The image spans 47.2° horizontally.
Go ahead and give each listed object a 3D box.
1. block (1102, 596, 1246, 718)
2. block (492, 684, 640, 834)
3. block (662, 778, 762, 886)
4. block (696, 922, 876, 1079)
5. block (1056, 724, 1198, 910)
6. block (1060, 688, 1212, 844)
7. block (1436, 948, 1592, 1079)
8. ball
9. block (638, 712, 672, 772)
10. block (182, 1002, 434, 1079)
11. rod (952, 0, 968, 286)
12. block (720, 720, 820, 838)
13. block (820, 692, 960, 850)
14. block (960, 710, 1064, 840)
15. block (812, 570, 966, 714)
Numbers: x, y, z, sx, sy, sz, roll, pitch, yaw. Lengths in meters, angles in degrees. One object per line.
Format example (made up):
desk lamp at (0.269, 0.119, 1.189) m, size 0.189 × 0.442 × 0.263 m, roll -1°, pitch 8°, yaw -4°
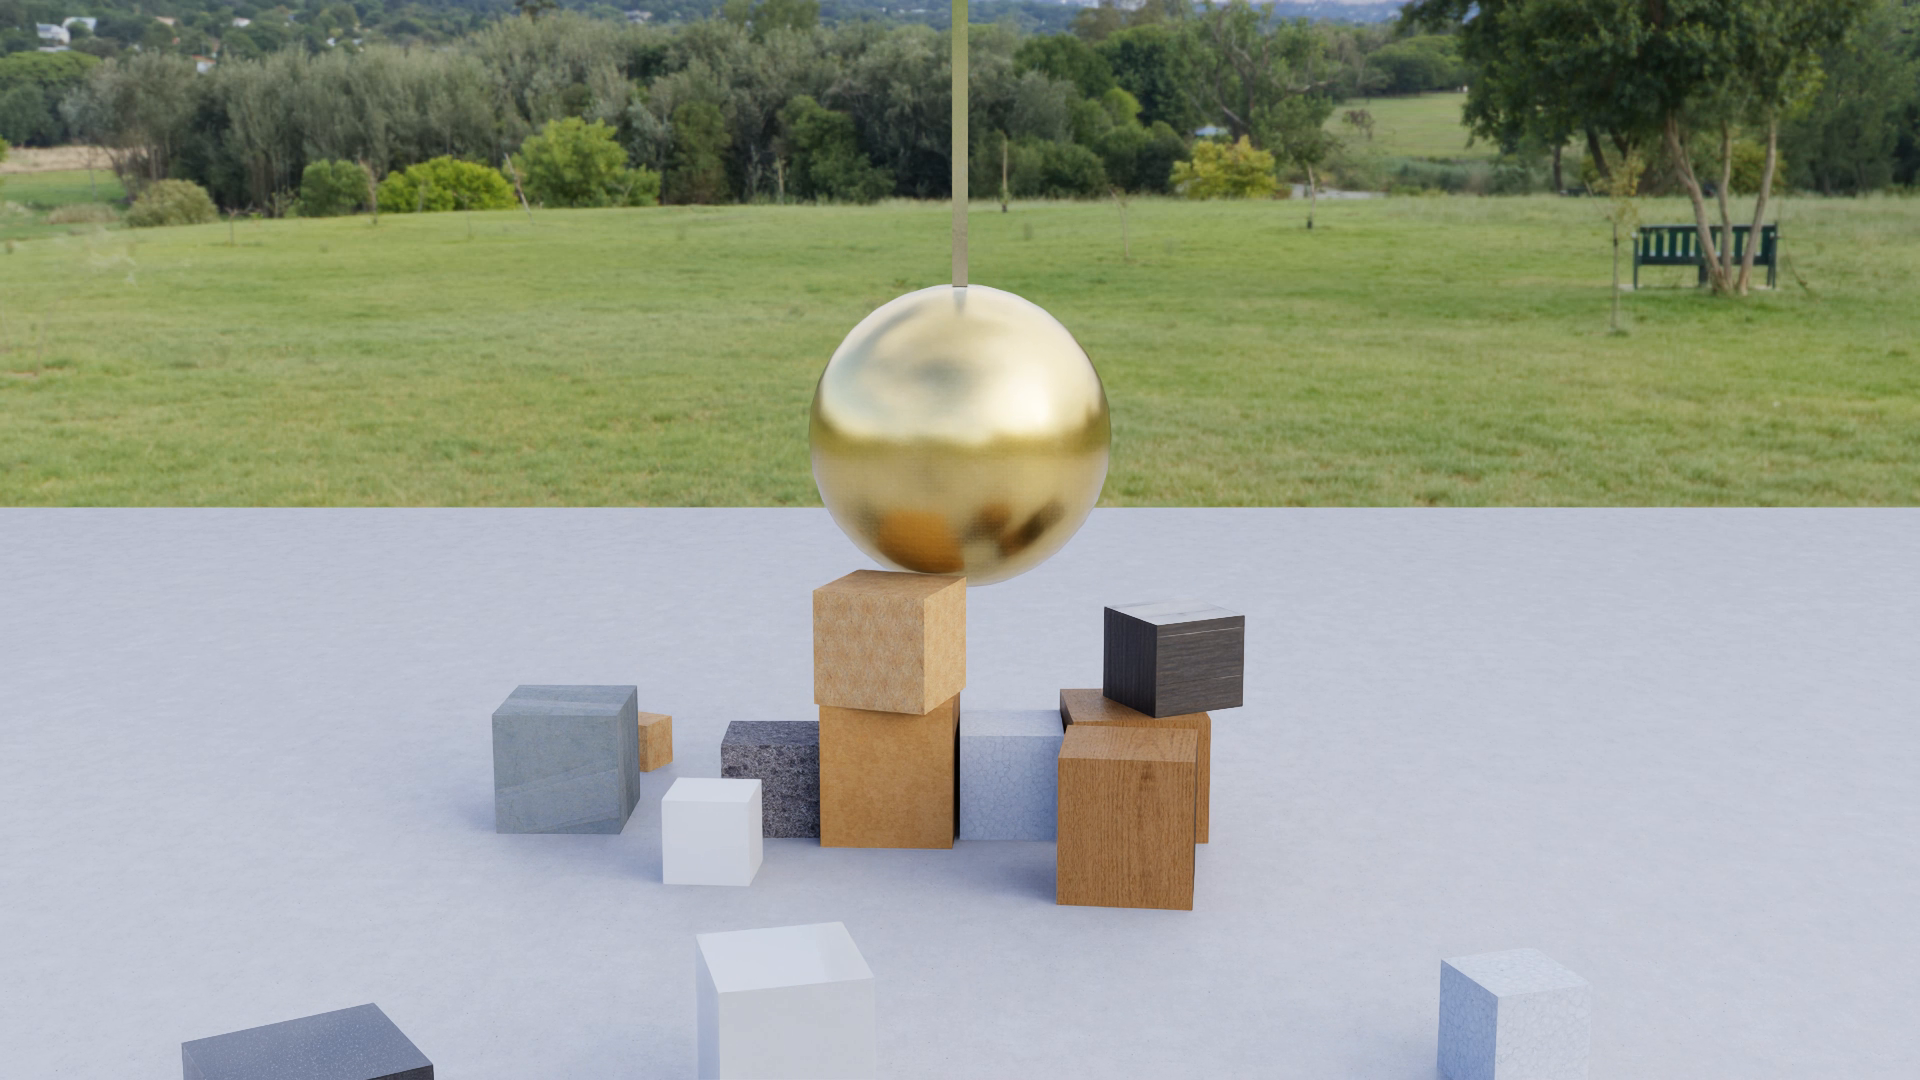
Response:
block at (1.098, 0.598, 11.328) m, size 0.527 × 0.479 × 0.513 m, roll -5°, pitch 12°, yaw -27°
block at (-2.054, 1.142, 11.531) m, size 0.636 × 0.627 × 0.633 m, roll 0°, pitch 10°, yaw 1°
block at (-1.196, 1.410, 10.651) m, size 0.415 × 0.416 × 0.379 m, roll 1°, pitch 10°, yaw 5°
block at (-0.636, 1.797, 7.940) m, size 0.550 × 0.624 × 0.581 m, roll -3°, pitch 11°, yaw -14°
block at (0.798, 1.304, 10.409) m, size 0.627 × 0.710 × 0.577 m, roll 1°, pitch 10°, yaw 7°
block at (0.893, 1.161, 11.375) m, size 0.694 × 0.646 × 0.665 m, roll -1°, pitch 10°, yaw -3°
block at (2.083, 1.830, 8.279) m, size 0.400 × 0.436 × 0.399 m, roll -3°, pitch 11°, yaw -18°
ball at (0.000, -0.546, 11.589) m, size 1.600 × 1.600 × 1.600 m, roll 0°, pitch 10°, yaw 0°
block at (-1.828, 1.144, 12.519) m, size 0.288 × 0.270 × 0.251 m, roll 5°, pitch 11°, yaw 26°
block at (-2.156, 1.957, 7.296) m, size 0.652 × 0.538 × 0.619 m, roll -6°, pitch 12°, yaw -32°
rod at (0.000, -3.829, 10.704) m, size 0.080 × 5.200 × 0.080 m, roll 0°, pitch 15°, yaw 0°
block at (-0.954, 1.236, 11.405) m, size 0.513 × 0.487 × 0.480 m, roll 0°, pitch 10°, yaw 0°
block at (-0.350, 1.125, 11.336) m, size 0.664 × 0.731 × 0.715 m, roll 1°, pitch 10°, yaw 3°
block at (0.264, 1.209, 11.394) m, size 0.528 × 0.544 × 0.522 m, roll 0°, pitch 10°, yaw 0°
block at (-0.348, 0.503, 11.090) m, size 0.591 × 0.580 × 0.590 m, roll 4°, pitch 11°, yaw 20°
